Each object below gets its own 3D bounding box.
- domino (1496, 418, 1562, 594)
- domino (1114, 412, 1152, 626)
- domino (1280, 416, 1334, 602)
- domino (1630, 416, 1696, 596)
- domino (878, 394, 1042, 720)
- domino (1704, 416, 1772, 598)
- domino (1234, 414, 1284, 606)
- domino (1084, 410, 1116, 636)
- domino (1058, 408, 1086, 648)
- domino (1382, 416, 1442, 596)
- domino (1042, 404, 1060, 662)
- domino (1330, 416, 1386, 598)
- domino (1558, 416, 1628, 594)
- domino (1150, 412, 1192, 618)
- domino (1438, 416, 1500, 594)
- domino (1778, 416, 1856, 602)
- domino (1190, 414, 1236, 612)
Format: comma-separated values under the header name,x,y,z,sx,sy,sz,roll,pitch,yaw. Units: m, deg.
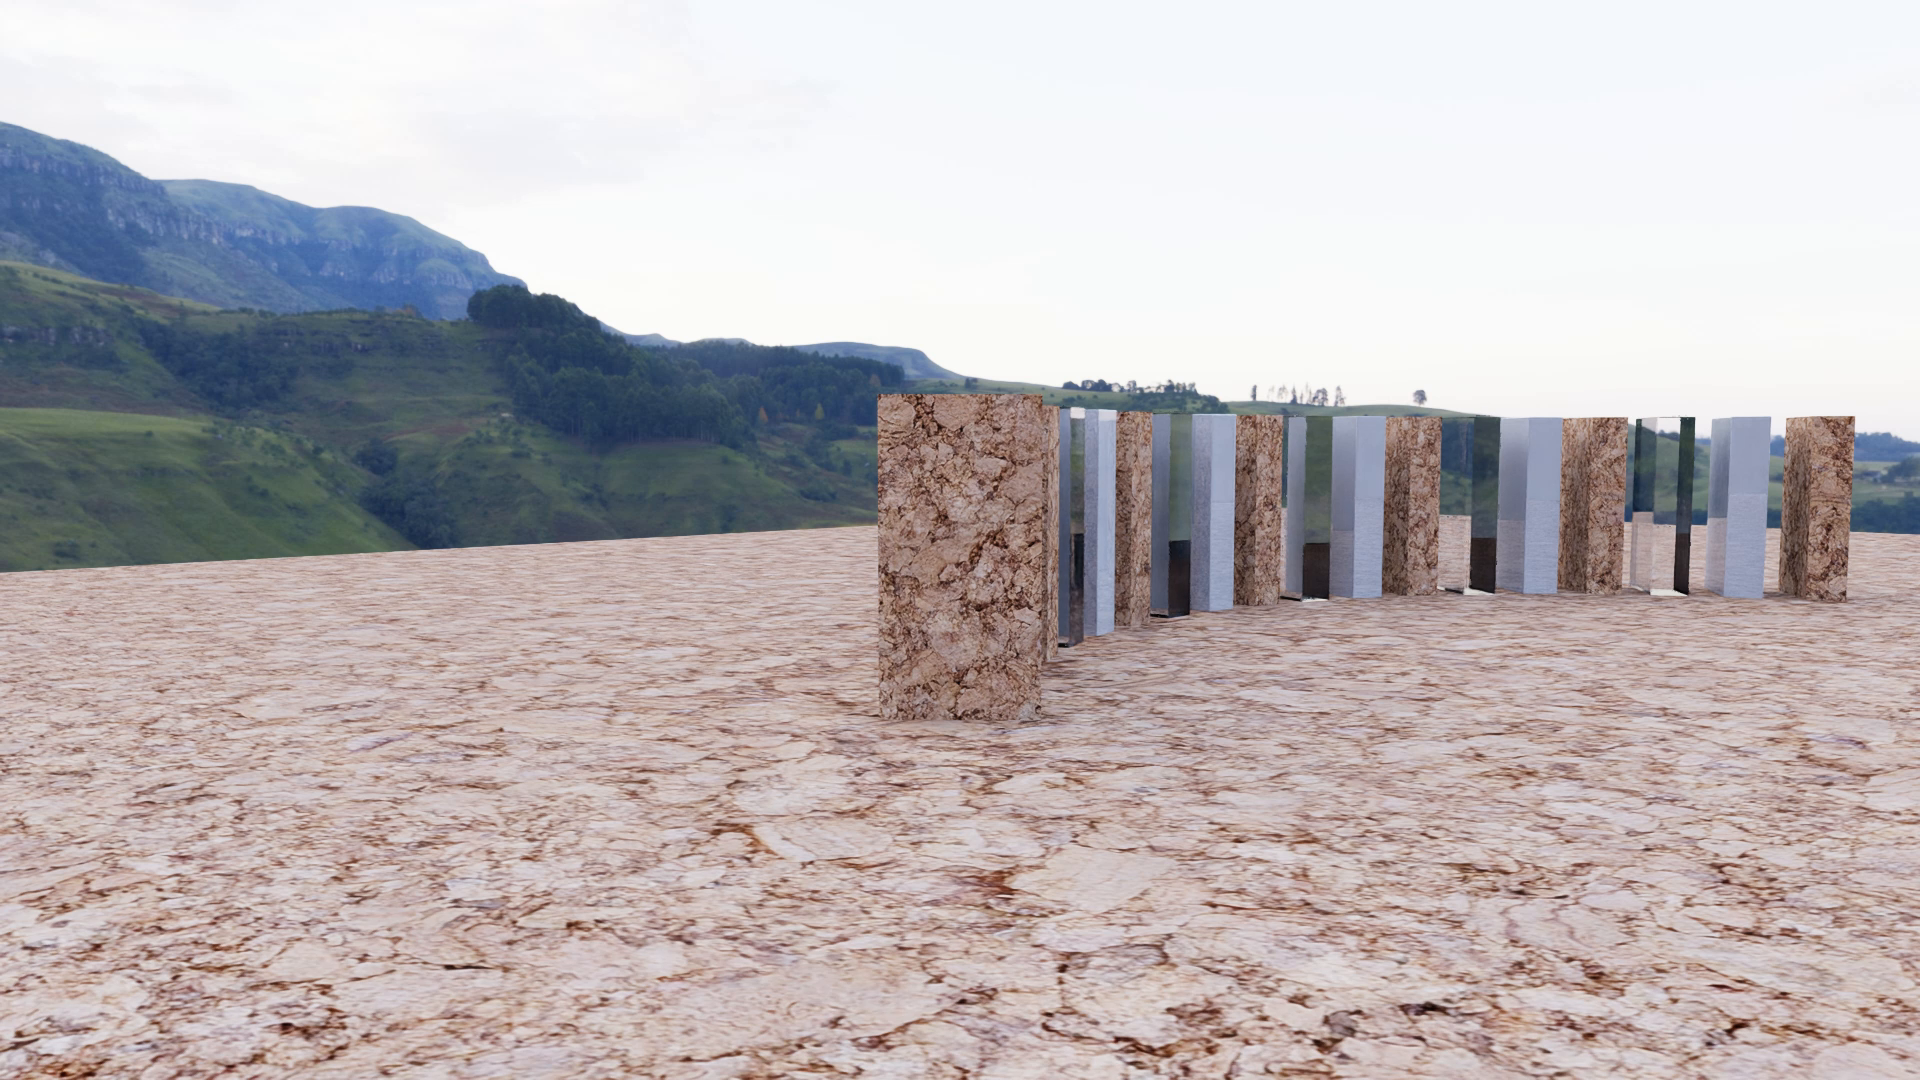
name,x,y,z,sx,sy,sz,roll,pitch,yaw
domino,0.165,-0.011,0.375,0.010,0.050,0.025,0,4,-1
domino,0.033,-0.006,0.308,0.025,0.050,0.009,3,5,37
domino,0.091,-0.009,0.357,0.009,0.050,0.025,-2,5,-27
domino,0.203,-0.010,0.371,0.009,0.050,0.025,1,4,15
domino,0.000,0.002,0.201,0.025,0.050,0.009,0,4,0
domino,0.221,-0.010,0.365,0.010,0.050,0.025,2,5,19
domino,0.074,-0.009,0.347,0.009,0.050,0.025,-3,5,-33
domino,0.022,-0.004,0.292,0.025,0.050,0.009,3,5,30
domino,0.013,-0.003,0.275,0.025,0.050,0.009,2,5,24
domino,0.127,-0.010,0.370,0.009,0.050,0.025,-1,4,-14
domino,0.007,-0.002,0.257,0.025,0.050,0.010,1,4,17
domino,0.108,-0.010,0.365,0.009,0.050,0.025,-2,5,-20
domino,0.184,-0.010,0.374,0.009,0.050,0.025,0,4,6
domino,0.045,-0.007,0.323,0.025,0.050,0.009,4,6,43
domino,0.145,-0.010,0.374,0.009,0.050,0.025,-1,4,-7
domino,0.239,-0.009,0.358,0.009,0.050,0.025,1,4,18
domino,0.059,-0.008,0.336,0.010,0.050,0.025,-4,6,-40
